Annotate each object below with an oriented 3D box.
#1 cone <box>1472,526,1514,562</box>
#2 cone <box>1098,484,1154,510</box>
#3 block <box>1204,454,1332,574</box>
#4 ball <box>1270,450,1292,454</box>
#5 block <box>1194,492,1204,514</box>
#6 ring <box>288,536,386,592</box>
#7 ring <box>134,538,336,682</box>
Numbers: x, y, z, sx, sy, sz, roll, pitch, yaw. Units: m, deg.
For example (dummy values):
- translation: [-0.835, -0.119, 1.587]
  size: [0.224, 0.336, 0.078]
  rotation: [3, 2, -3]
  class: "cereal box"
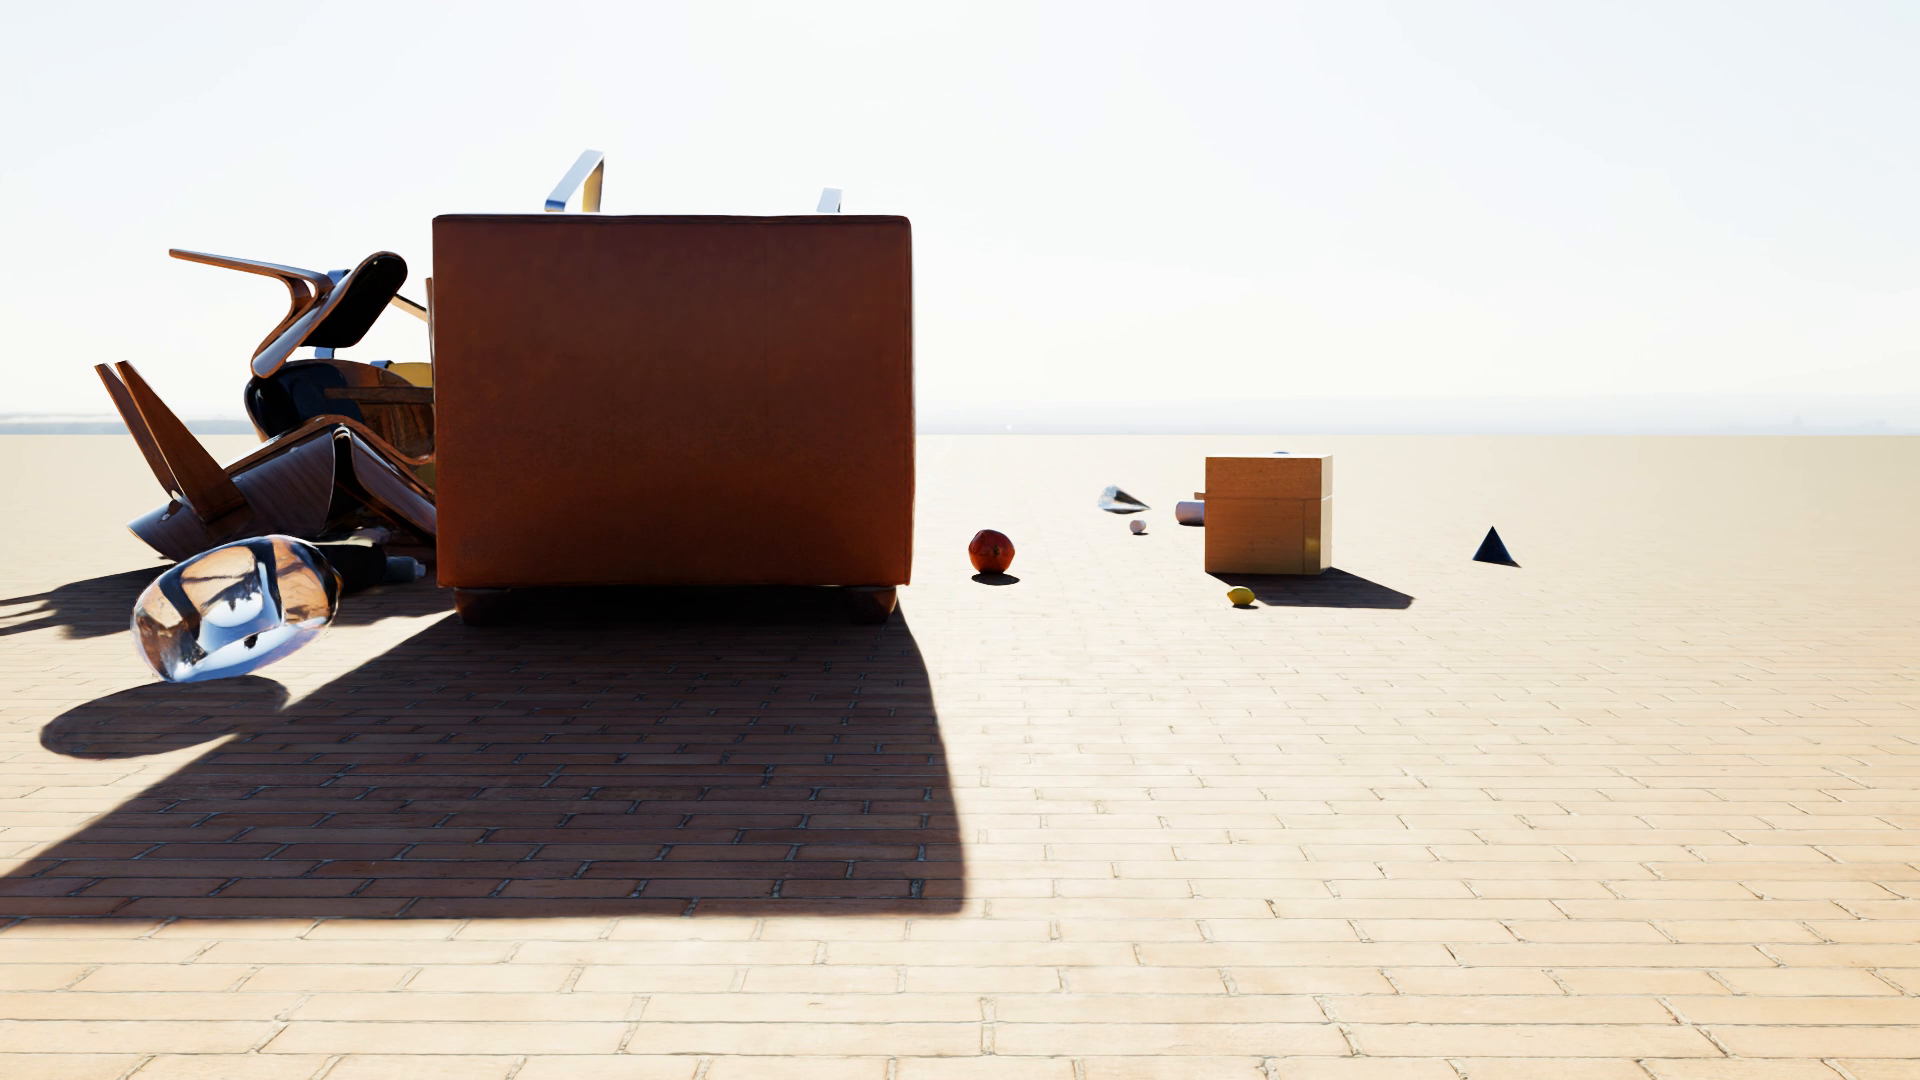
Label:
- translation: [1.398, 0.006, 5.776]
  size: [0.120, 0.093, 0.094]
  rotation: [-2, 4, -26]
  class: "cone"
- translation: [0.635, -0.137, 8.188]
  size: [0.191, 0.092, 0.174]
  rotation: [14, -17, -16]
  class: "cone"
- translation: [0.771, -0.069, 5.478]
  size: [0.283, 0.283, 0.270]
  rotation: [1, 4, 15]
  class: "block"
- translation: [1.233, -0.238, 8.472]
  size: [0.212, 0.212, 0.212]
  rotation: [0, 4, 0]
  class: "ball"
- translation: [0.901, -0.136, 7.974]
  size: [0.074, 0.076, 0.097]
  rotation: [-1, 4, -16]
  class: "block"
- translation: [-1.453, 0.055, 4.936]
  size: [0.347, 0.114, 0.301]
  rotation: [2, 5, 31]
  class: "ring"
- translation: [-1.113, 0.109, 3.382]
  size: [0.314, 0.145, 0.280]
  rotation: [-25, -12, 2]
  class: "ring"
